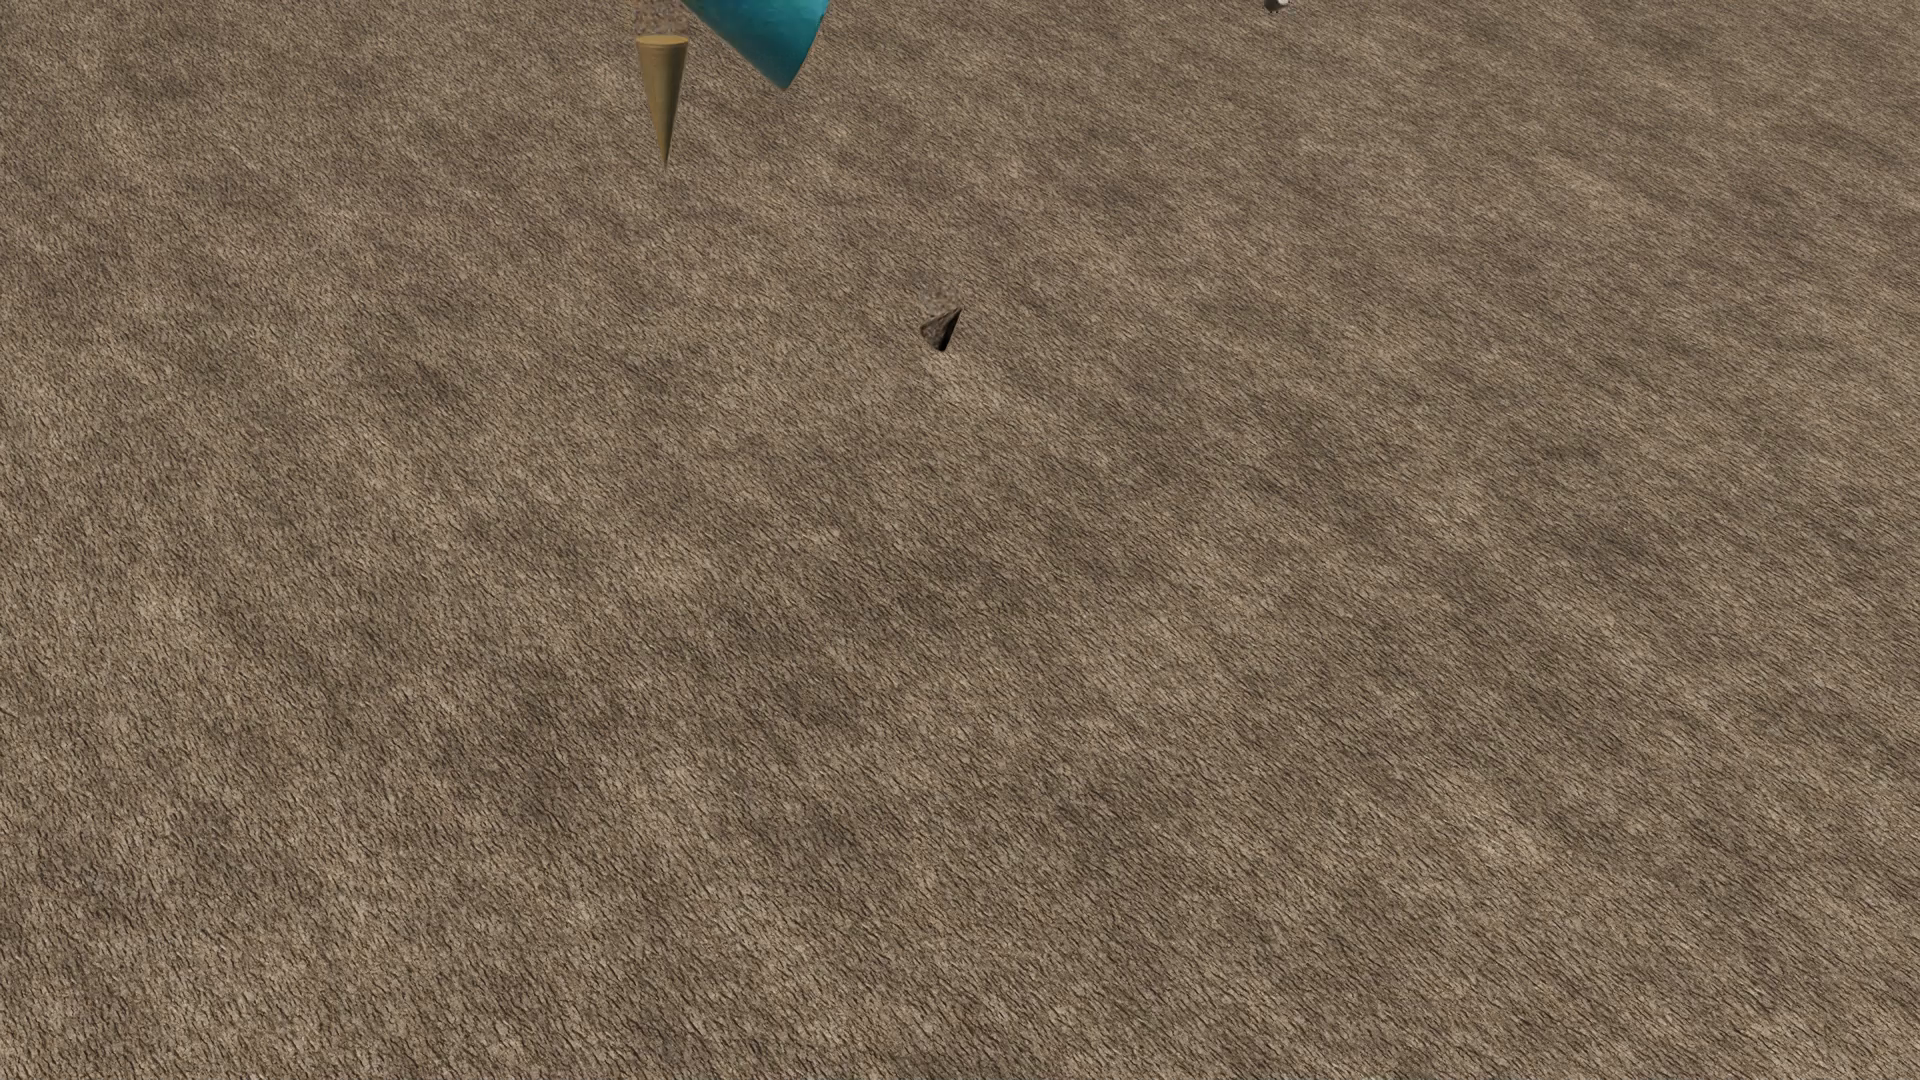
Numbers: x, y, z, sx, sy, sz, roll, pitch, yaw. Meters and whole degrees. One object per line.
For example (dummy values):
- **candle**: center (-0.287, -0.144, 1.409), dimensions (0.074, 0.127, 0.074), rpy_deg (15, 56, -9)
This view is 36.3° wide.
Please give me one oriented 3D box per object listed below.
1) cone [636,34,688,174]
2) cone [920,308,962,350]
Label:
- **cone**: center (-0.712, -1.040, 7.043), dimensions (0.128, 0.325, 0.122), rpy_deg (10, 22, 23)
- **cone**: center (-0.032, -0.581, 7.816), dimensions (0.092, 0.142, 0.074), rpy_deg (46, 39, 0)
